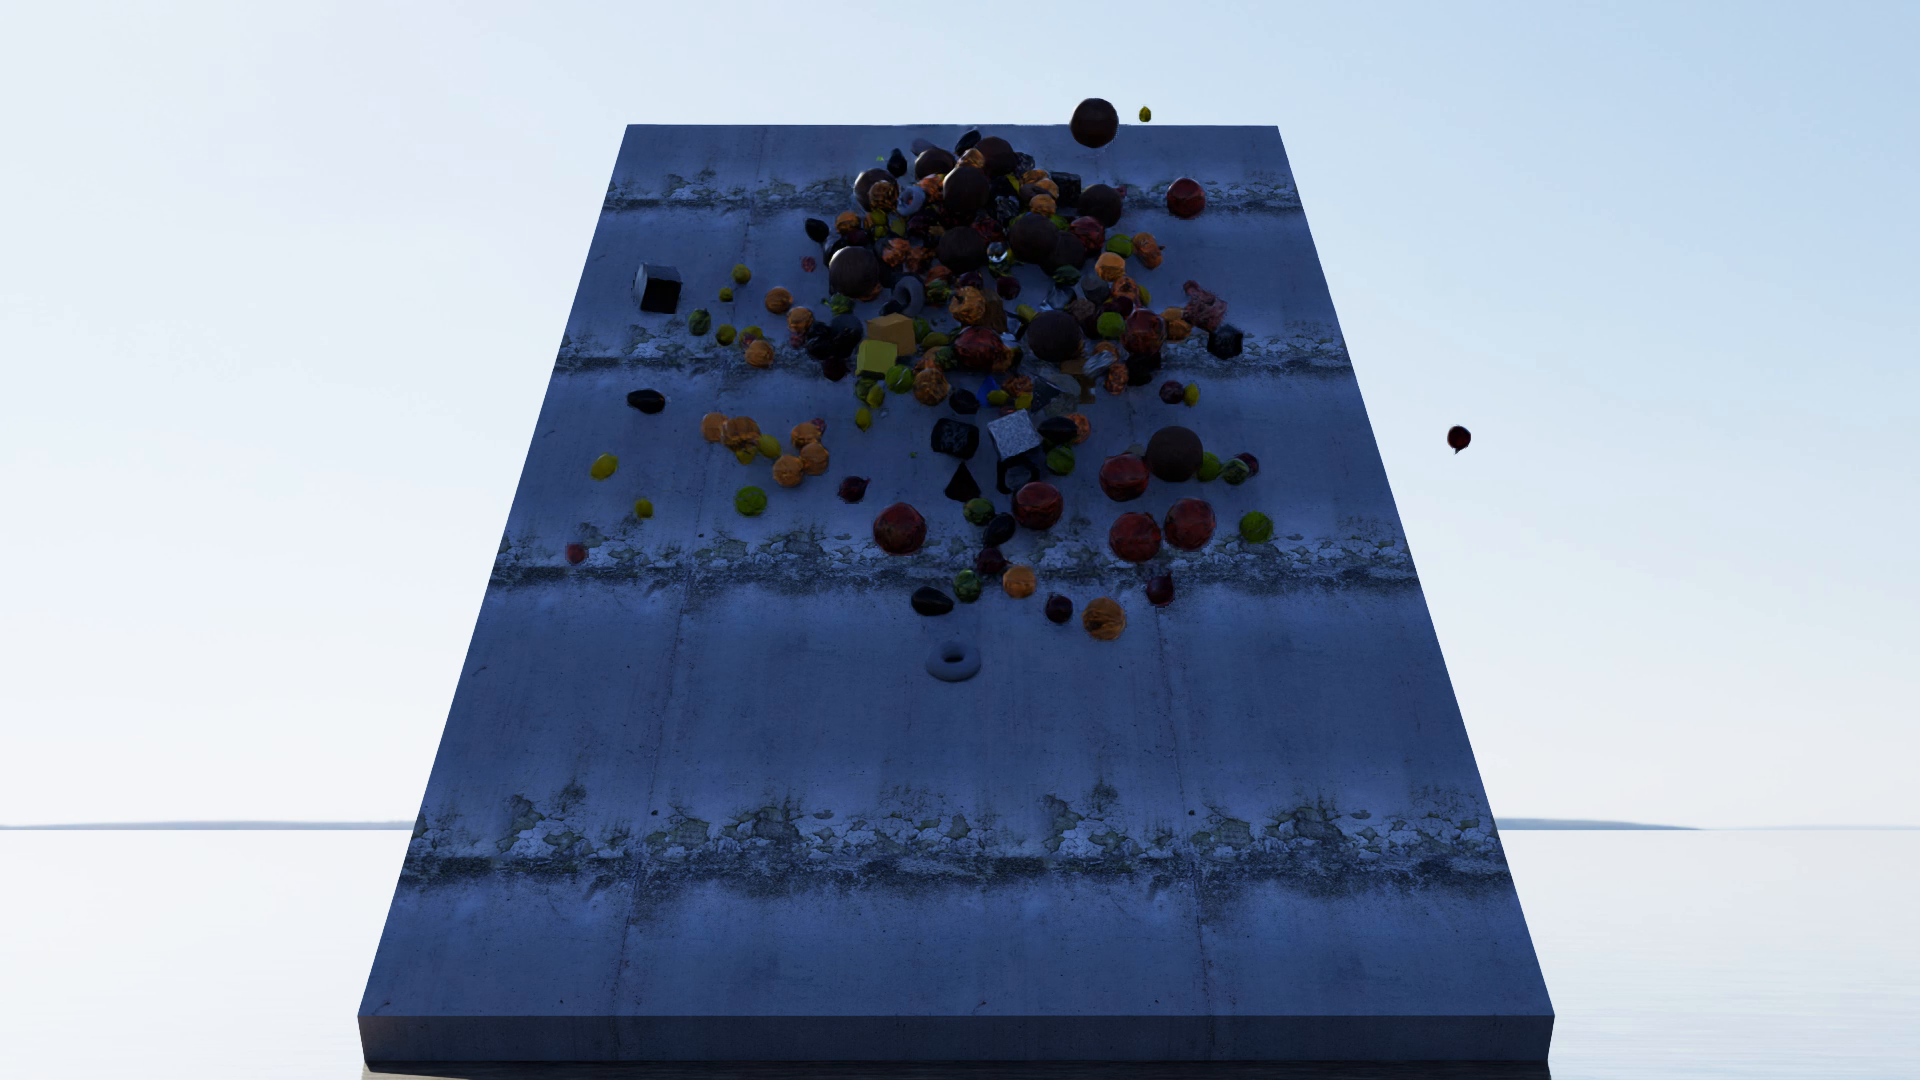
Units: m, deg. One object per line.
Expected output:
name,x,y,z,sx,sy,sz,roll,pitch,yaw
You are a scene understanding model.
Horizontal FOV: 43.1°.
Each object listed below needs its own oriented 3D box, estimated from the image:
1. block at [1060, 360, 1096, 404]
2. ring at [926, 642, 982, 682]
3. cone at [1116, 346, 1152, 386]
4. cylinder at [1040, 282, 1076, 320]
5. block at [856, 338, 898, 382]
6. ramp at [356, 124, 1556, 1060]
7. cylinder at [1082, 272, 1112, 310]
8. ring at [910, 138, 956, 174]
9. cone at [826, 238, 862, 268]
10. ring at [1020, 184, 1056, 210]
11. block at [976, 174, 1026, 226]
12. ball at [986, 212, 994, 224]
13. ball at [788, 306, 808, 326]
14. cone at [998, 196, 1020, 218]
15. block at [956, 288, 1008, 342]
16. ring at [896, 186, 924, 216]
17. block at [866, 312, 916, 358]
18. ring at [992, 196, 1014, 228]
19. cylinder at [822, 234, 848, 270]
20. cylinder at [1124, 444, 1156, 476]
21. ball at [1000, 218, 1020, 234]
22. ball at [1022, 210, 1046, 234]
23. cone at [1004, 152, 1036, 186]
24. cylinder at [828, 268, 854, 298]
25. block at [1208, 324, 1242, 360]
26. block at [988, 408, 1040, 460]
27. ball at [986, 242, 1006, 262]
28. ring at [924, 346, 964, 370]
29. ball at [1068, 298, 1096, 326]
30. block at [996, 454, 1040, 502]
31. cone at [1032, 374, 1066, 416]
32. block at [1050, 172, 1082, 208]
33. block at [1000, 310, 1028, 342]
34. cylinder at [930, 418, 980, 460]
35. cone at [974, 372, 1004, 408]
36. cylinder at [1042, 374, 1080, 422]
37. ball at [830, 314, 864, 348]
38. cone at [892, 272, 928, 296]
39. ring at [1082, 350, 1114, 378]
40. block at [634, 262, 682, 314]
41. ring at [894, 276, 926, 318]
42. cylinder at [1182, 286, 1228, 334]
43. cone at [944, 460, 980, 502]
block,0.285,-0.385,5.933,0.080,0.080,0.080,-1,31,-2
ring,-0.013,0.246,4.929,0.115,0.038,0.115,-1,32,1
cone,0.434,-0.441,6.018,0.090,0.090,0.090,0,31,0
cylinder,0.255,-0.618,6.297,0.070,0.070,0.070,31,-24,15
block,-0.203,-0.437,5.913,0.077,0.077,0.077,9,-10,-15
ramp,-0.014,-0.199,5.797,2.000,0.100,4.000,0,31,0
cylinder,0.357,-0.651,6.366,0.068,0.068,0.068,-2,-45,19
ring,-0.077,-1.125,7.125,0.150,0.050,0.150,31,12,-7
cone,-0.290,-0.728,6.318,0.083,0.083,0.083,27,-2,11
ring,0.215,-0.944,6.706,0.111,0.037,0.111,20,25,-10
block,0.111,-0.935,6.697,0.097,0.097,0.097,-35,16,4
ball,0.107,-0.919,6.825,0.070,0.070,0.070,0,-7,0
ball,-0.419,-0.578,6.275,0.052,0.052,0.052,0,-7,0
cone,0.135,-0.860,6.192,0.061,0.061,0.061,16,-43,16
block,0.054,-0.553,5.970,0.090,0.090,0.090,-19,28,-12
ring,-0.136,-0.930,6.678,0.094,0.094,0.031,-6,-25,41
block,-0.173,-0.512,6.117,0.087,0.087,0.087,-17,23,-26
ring,0.117,-0.890,6.614,0.031,0.093,0.093,-20,-1,-16
cylinder,-0.337,-0.779,6.588,0.073,0.073,0.073,1,31,-6
cylinder,0.415,-0.186,5.629,0.055,0.055,0.055,4,26,-32
ball,0.139,-0.879,6.767,0.060,0.060,0.060,0,-7,0
ball,0.202,-0.868,6.648,0.062,0.062,0.062,0,-7,0
cone,0.173,-1.054,7.036,0.092,0.092,0.092,0,-36,0
cylinder,-0.312,-0.677,6.410,0.057,0.057,0.057,3,-39,-21
block,0.669,-0.499,6.144,0.060,0.060,0.060,-19,36,-29
block,0.124,-0.234,5.598,0.093,0.093,0.093,-22,-10,-3
ball,0.094,-0.739,6.241,0.053,0.053,0.053,0,-7,0
ring,-0.042,-0.455,6.092,0.101,0.034,0.101,0,30,0
ball,0.315,-0.587,6.273,0.074,0.074,0.074,0,-7,0
block,0.131,-0.141,5.538,0.071,0.071,0.071,-17,35,-25
cone,0.189,-0.328,5.687,0.090,0.090,0.090,27,12,-6
block,0.299,-0.995,6.913,0.079,0.079,0.079,4,22,-4
block,0.131,-0.543,6.200,0.052,0.052,0.052,19,-21,28
cylinder,-0.011,-0.236,5.676,0.083,0.083,0.083,16,1,26
cone,0.070,-0.375,5.918,0.077,0.077,0.077,0,31,0
cylinder,0.244,-0.343,5.858,0.086,0.086,0.086,-1,31,9
ball,-0.288,-0.531,6.164,0.086,0.086,0.086,0,-7,0
cone,-0.133,-0.660,6.422,0.093,0.093,0.093,0,8,-1
ring,0.332,-0.420,5.822,0.086,0.086,0.029,-9,-55,53
block,-0.787,-0.655,6.337,0.093,0.093,0.093,6,28,-24
ring,-0.132,-0.628,6.306,0.037,0.112,0.112,-4,-3,-39
cylinder,0.583,-0.547,5.804,0.085,0.085,0.085,26,-7,0
cone,0.006,-0.144,5.531,0.083,0.083,0.083,0,31,0
